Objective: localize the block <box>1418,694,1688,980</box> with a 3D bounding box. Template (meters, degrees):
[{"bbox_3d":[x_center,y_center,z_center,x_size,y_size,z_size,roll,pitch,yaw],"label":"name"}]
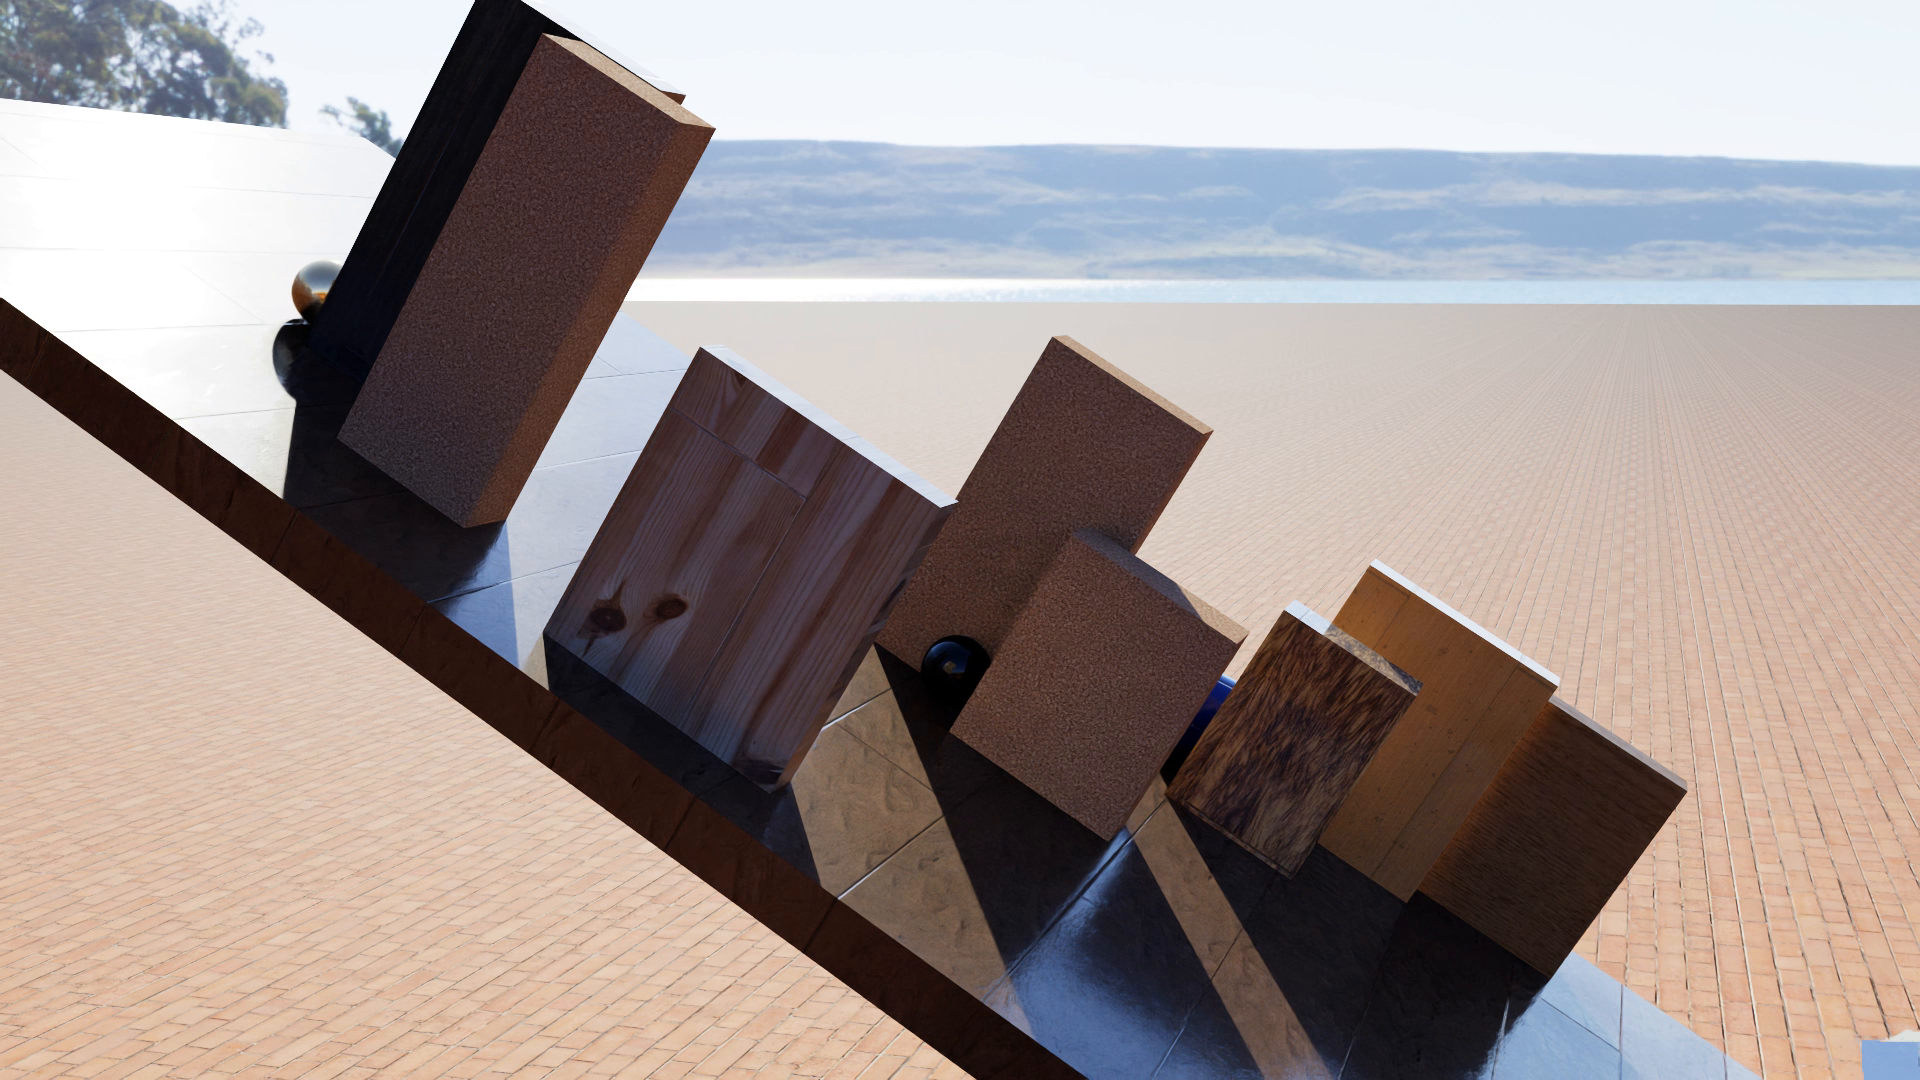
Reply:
[{"bbox_3d":[1.200,0.597,4.538,0.365,0.483,0.095,34,15,11],"label":"block"}]

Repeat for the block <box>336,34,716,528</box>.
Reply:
[{"bbox_3d":[-0.706,-0.412,3.558,0.271,0.749,0.141,34,15,11],"label":"block"}]

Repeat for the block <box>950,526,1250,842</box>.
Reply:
[{"bbox_3d":[0.246,0.252,3.902,0.344,0.426,0.134,34,15,11],"label":"block"}]

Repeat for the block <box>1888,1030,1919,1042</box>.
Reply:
[{"bbox_3d":[2.180,1.194,4.995,0.113,0.113,0.113,-6,9,-43],"label":"block"}]

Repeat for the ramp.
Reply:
[{"bbox_3d":[-0.158,0.261,4.115,4.000,0.100,2.000,34,15,11],"label":"ramp"}]

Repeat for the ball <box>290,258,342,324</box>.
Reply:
[{"bbox_3d":[-1.159,-0.451,4.024,0.126,0.126,0.126,0,7,0],"label":"ball"}]

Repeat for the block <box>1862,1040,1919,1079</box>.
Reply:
[{"bbox_3d":[1.980,1.172,4.588,0.174,0.174,0.174,-3,34,22],"label":"block"}]

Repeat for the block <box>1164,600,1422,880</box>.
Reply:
[{"bbox_3d":[0.642,0.383,4.239,0.292,0.434,0.137,34,15,11],"label":"block"}]

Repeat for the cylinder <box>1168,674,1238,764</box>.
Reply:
[{"bbox_3d":[0.515,0.376,4.465,0.204,0.204,0.204,28,1,-13],"label":"cylinder"}]

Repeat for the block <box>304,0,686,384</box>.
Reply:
[{"bbox_3d":[-0.819,-0.558,3.849,0.375,0.730,0.108,34,15,11],"label":"block"}]

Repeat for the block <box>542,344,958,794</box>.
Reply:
[{"bbox_3d":[-0.321,0.042,3.299,0.435,0.514,0.085,34,15,11],"label":"block"}]

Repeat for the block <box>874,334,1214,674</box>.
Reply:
[{"bbox_3d":[0.148,-0.007,4.078,0.327,0.669,0.107,34,15,11],"label":"block"}]

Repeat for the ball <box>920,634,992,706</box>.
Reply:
[{"bbox_3d":[-0.006,0.239,4.030,0.130,0.130,0.130,0,7,0],"label":"ball"}]

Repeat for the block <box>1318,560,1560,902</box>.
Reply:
[{"bbox_3d":[0.877,0.387,4.475,0.435,0.541,0.097,34,15,11],"label":"block"}]
